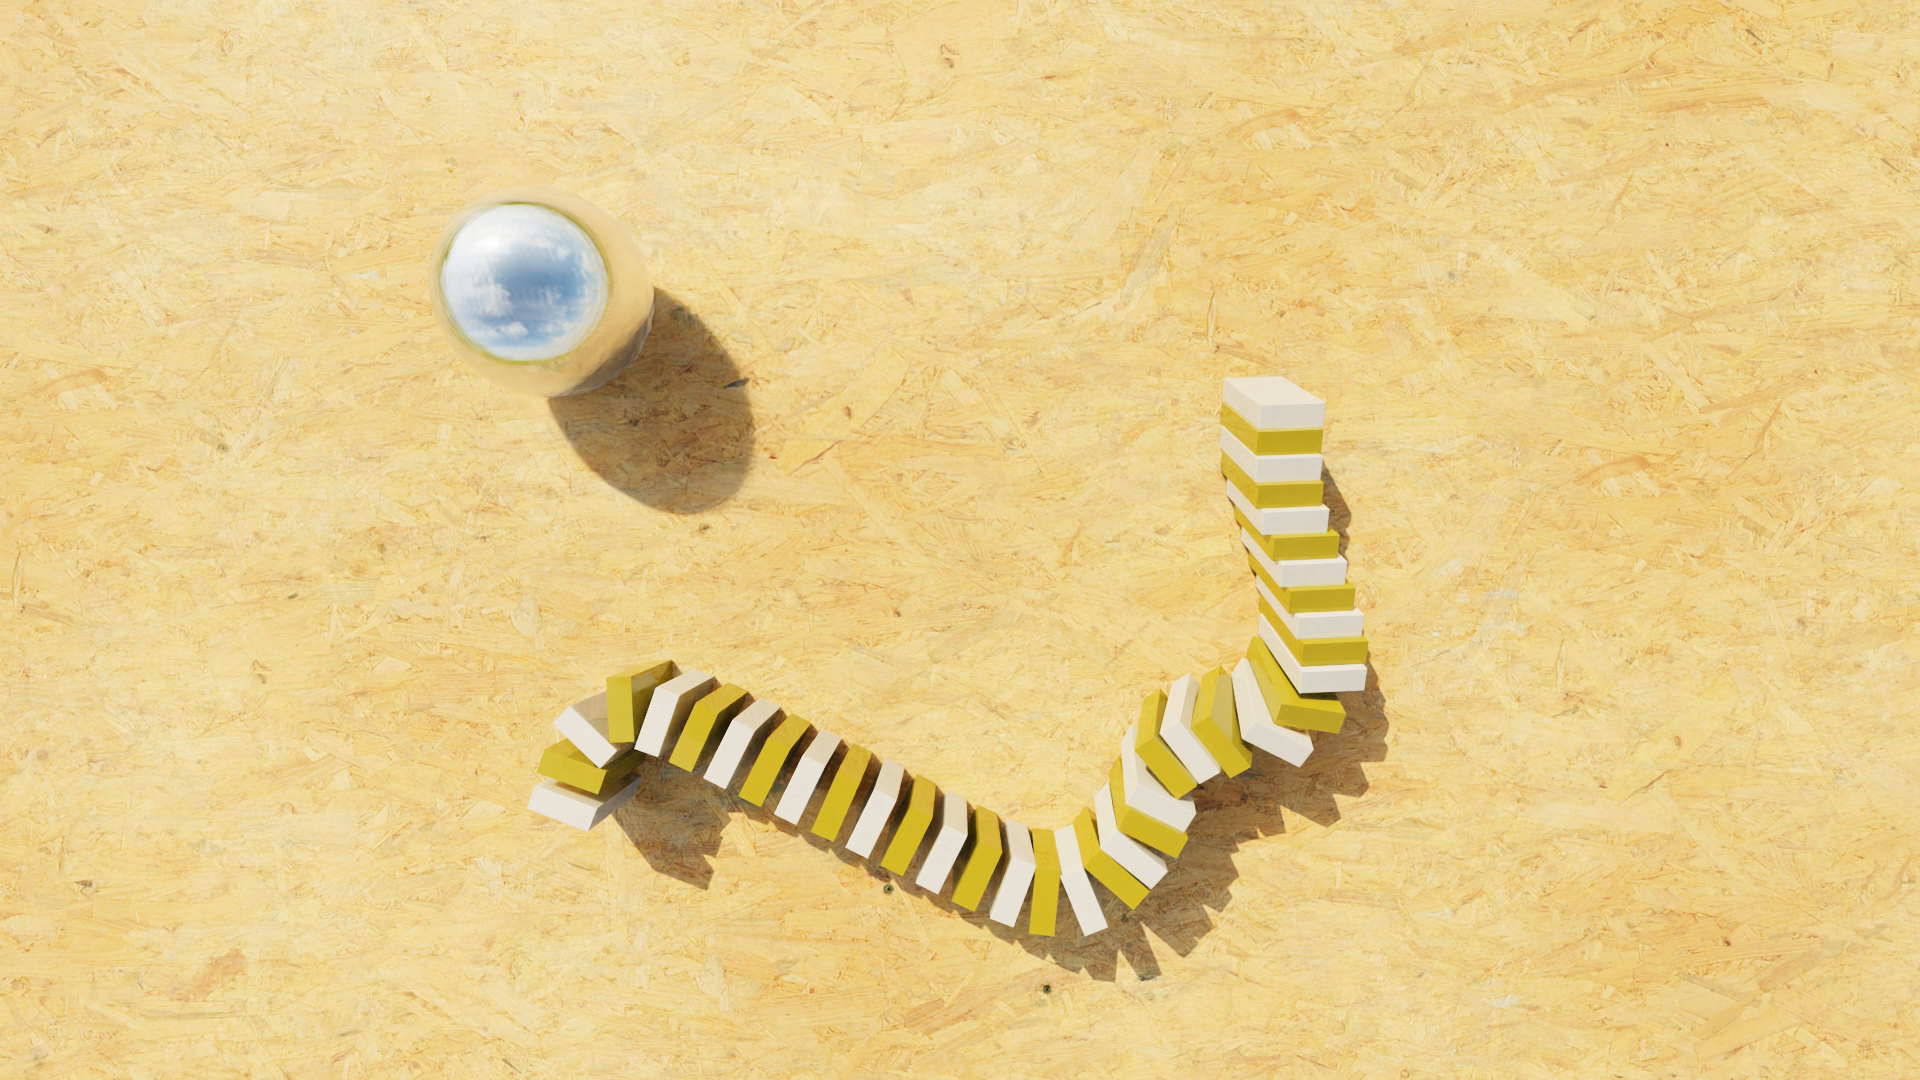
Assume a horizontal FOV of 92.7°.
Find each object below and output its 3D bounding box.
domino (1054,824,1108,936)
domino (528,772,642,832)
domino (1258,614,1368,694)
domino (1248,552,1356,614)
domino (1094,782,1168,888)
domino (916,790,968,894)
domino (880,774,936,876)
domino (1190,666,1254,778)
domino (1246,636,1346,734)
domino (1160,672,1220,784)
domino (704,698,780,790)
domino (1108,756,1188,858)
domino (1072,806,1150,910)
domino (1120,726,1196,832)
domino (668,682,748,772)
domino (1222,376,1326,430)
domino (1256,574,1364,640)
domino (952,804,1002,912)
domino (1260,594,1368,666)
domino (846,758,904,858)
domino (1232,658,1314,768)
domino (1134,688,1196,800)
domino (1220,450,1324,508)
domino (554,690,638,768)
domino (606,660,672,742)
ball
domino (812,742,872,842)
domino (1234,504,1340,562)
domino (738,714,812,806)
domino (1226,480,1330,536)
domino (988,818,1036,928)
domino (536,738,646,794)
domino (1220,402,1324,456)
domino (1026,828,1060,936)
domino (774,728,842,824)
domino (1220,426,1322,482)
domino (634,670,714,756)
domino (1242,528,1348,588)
[{"bbox_3d":[0.049,0.138,0.375,0.009,0.050,0.025,-22,90,3],"label":"domino"},{"bbox_3d":[-0.152,0.103,0.375,0.025,0.050,0.009,21,90,0],"label":"domino"},{"bbox_3d":[0.143,0.045,0.375,0.025,0.050,0.009,-3,112,0],"label":"domino"},{"bbox_3d":[0.139,0.014,0.375,0.025,0.050,0.009,-3,111,0],"label":"domino"},{"bbox_3d":[0.069,0.119,0.375,0.025,0.050,0.010,39,99,0],"label":"domino"},{"bbox_3d":[-0.007,0.122,0.375,0.009,0.050,0.025,27,90,0],"label":"domino"},{"bbox_3d":[-0.020,0.115,0.375,0.009,0.050,0.025,27,90,0],"label":"domino"},{"bbox_3d":[0.109,0.073,0.375,0.010,0.050,0.025,-39,90,25],"label":"domino"},{"bbox_3d":[0.136,0.058,0.375,0.025,0.050,0.010,9,115,0],"label":"domino"},{"bbox_3d":[0.096,0.076,0.375,0.010,0.050,0.025,-38,90,23],"label":"domino"},{"bbox_3d":[-0.088,0.082,0.375,0.009,0.050,0.025,27,90,0],"label":"domino"},{"bbox_3d":[0.076,0.108,0.375,0.025,0.050,0.010,26,101,0],"label":"domino"},{"bbox_3d":[0.061,0.129,0.375,0.025,0.050,0.010,41,93,0],"label":"domino"},{"bbox_3d":[0.080,0.096,0.375,0.025,0.050,0.009,26,107,0],"label":"domino"},{"bbox_3d":[-0.102,0.075,0.375,0.010,0.050,0.025,25,90,0],"label":"domino"},{"bbox_3d":[0.127,-0.057,0.375,0.025,0.050,0.009,-2,112,0],"label":"domino"},{"bbox_3d":[0.142,0.024,0.375,0.025,0.050,0.009,-3,111,0],"label":"domino"},{"bbox_3d":[0.007,0.129,0.375,0.010,0.050,0.025,25,90,0],"label":"domino"},{"bbox_3d":[0.143,0.035,0.375,0.025,0.050,0.010,-3,111,0],"label":"domino"},{"bbox_3d":[-0.034,0.108,0.375,0.009,0.050,0.025,26,90,0],"label":"domino"},{"bbox_3d":[0.127,0.069,0.375,0.025,0.050,0.010,26,114,0],"label":"domino"},{"bbox_3d":[0.085,0.082,0.375,0.010,0.050,0.025,-41,90,20],"label":"domino"},{"bbox_3d":[0.126,-0.026,0.375,0.025,0.050,0.009,-2,112,0],"label":"domino"},{"bbox_3d":[-0.143,0.075,0.375,0.025,0.050,0.009,44,90,0],"label":"domino"},{"bbox_3d":[-0.130,0.065,0.375,0.010,0.050,0.025,-3,90,0],"label":"domino"},{"bbox_3d":[-0.162,-0.097,0.360,0.080,0.080,0.080,0,90,0],"label":"ball"},{"bbox_3d":[-0.048,0.102,0.375,0.010,0.050,0.025,24,90,0],"label":"domino"},{"bbox_3d":[0.132,-0.006,0.375,0.025,0.050,0.009,-3,111,0],"label":"domino"},{"bbox_3d":[-0.075,0.089,0.375,0.009,0.050,0.025,27,90,0],"label":"domino"},{"bbox_3d":[0.129,-0.016,0.375,0.025,0.050,0.009,-2,111,1],"label":"domino"},{"bbox_3d":[0.020,0.135,0.375,0.010,0.050,0.025,21,90,0],"label":"domino"},{"bbox_3d":[-0.148,0.089,0.375,0.025,0.050,0.010,19,90,0],"label":"domino"},{"bbox_3d":[0.126,-0.047,0.375,0.025,0.050,0.010,-2,112,0],"label":"domino"},{"bbox_3d":[0.034,0.139,0.375,0.009,0.050,0.025,6,90,3],"label":"domino"},{"bbox_3d":[-0.061,0.096,0.375,0.009,0.050,0.025,26,90,0],"label":"domino"},{"bbox_3d":[0.126,-0.036,0.375,0.025,0.050,0.010,-2,112,0],"label":"domino"},{"bbox_3d":[-0.116,0.070,0.375,0.009,0.050,0.025,19,90,0],"label":"domino"},{"bbox_3d":[0.135,0.004,0.375,0.025,0.050,0.009,-3,111,0],"label":"domino"}]
